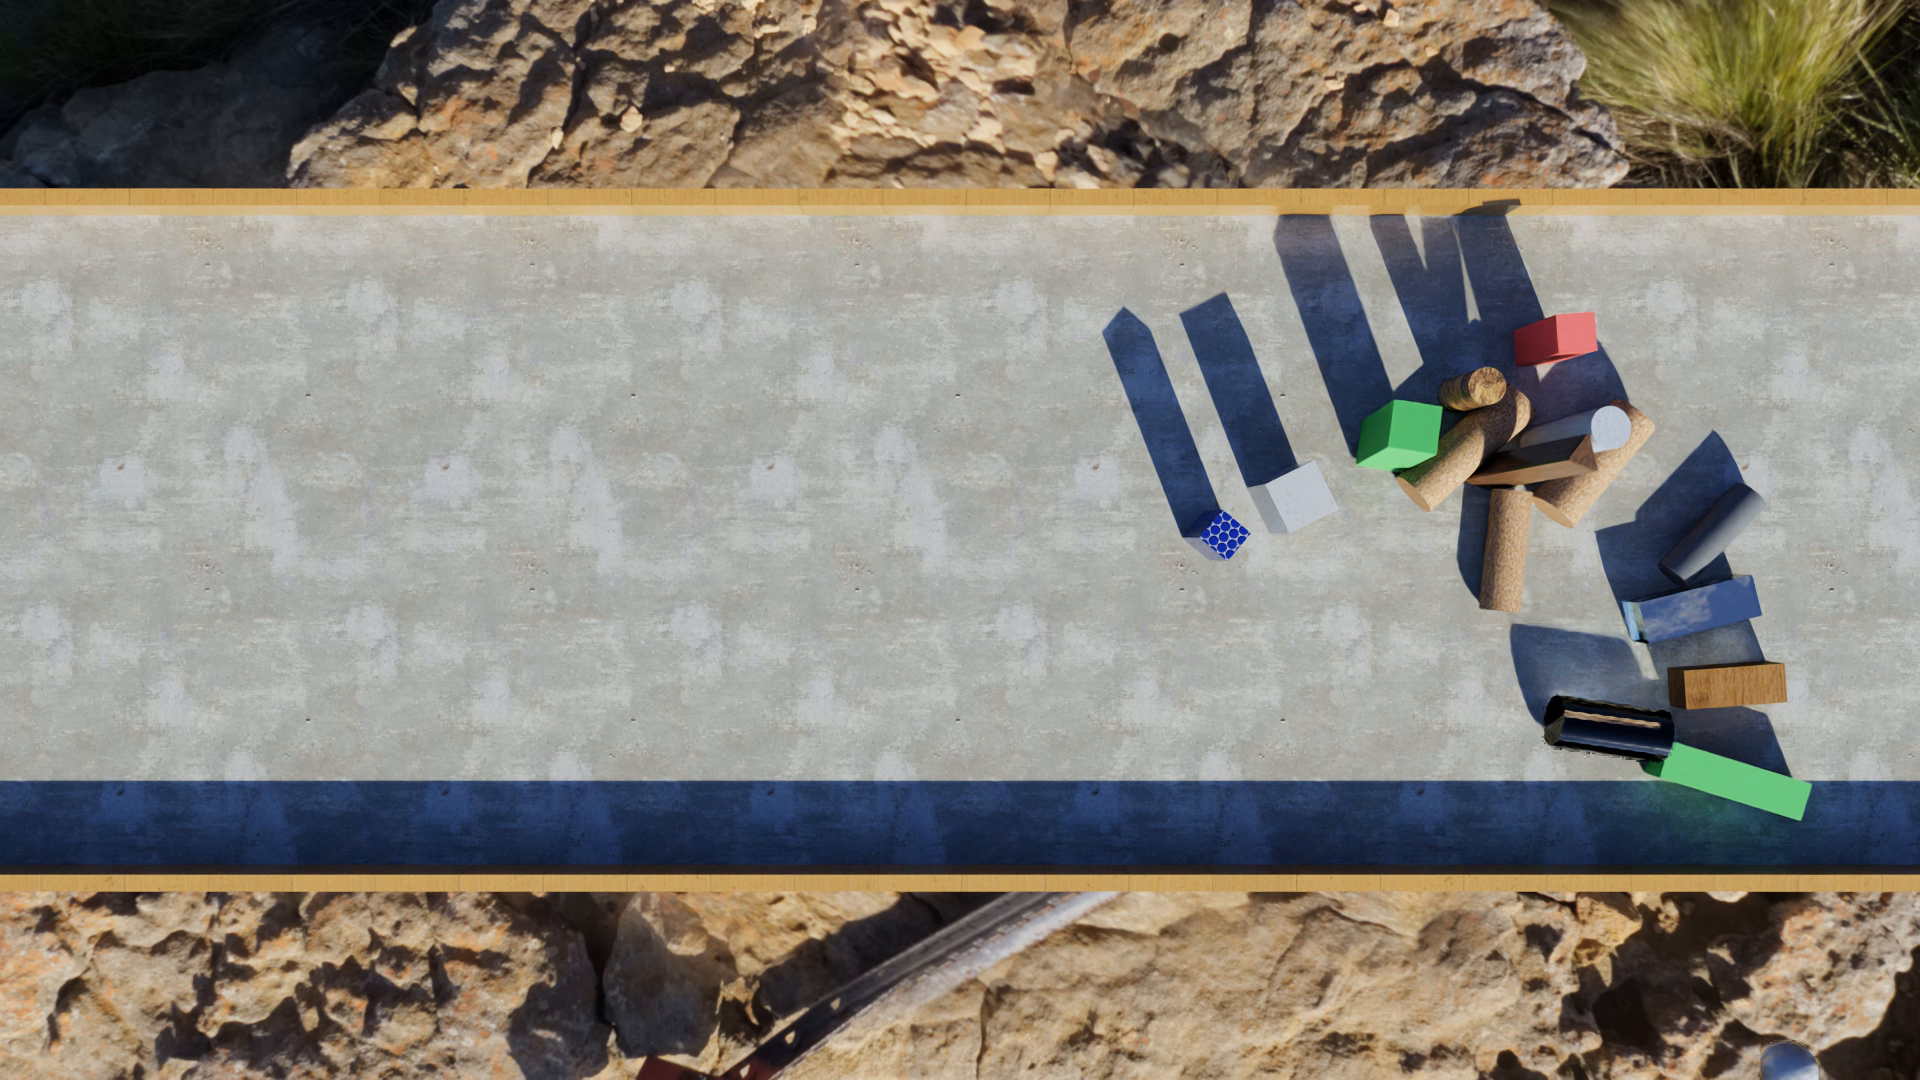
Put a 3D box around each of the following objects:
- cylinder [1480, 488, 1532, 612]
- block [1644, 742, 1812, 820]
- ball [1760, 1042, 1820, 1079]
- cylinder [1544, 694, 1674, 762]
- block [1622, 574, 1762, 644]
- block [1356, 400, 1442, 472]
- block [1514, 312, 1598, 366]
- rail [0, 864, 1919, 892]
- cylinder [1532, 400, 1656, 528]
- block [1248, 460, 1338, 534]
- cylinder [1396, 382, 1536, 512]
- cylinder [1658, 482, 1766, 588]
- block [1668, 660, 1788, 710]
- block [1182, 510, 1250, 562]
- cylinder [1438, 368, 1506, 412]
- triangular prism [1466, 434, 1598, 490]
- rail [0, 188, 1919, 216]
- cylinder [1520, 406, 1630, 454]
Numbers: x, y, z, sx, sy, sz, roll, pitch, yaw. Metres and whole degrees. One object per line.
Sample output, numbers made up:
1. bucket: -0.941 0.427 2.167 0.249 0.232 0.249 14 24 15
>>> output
1. cylinder: 1.660 0.033 5.016 0.120 0.120 0.366 6 90 0
2. block: 2.334 0.725 5.019 0.444 0.116 0.116 17 90 0
3. ball: 4.993 3.191 9.931 0.326 0.326 0.326 0 90 0
4. cylinder: 1.964 0.571 4.998 0.333 0.157 0.157 8 90 0
5. block: 2.223 0.208 5.014 0.352 0.126 0.126 -14 90 0
6. block: 1.296 -0.305 4.887 0.140 0.366 0.140 9 84 0
7. block: 1.763 -0.593 4.896 0.111 0.362 0.111 -4 90 0
8. rail: -2.247 1.025 5.001 12.000 0.150 0.050 0 90 0
9. cylinder: 1.919 -0.230 5.001 0.152 0.152 0.384 40 90 0
10. block: 0.989 -0.125 4.923 0.159 0.307 0.159 -26 90 0
11. cylinder: 1.536 -0.282 5.005 0.430 0.143 0.143 -42 90 0
12. cylinder: 2.288 -0.015 5.021 0.110 0.110 0.342 44 90 0
13. block: 2.332 0.441 5.018 0.304 0.117 0.117 -4 90 0
14. block: 0.758 -0.013 4.894 0.105 0.365 0.105 40 90 0
15. cylinder: 1.524 -0.445 4.922 0.109 0.309 0.109 0 90 0
16. triangular prism: 1.681 -0.235 4.867 0.107 0.439 0.093 19 77 -22
17. rail: -2.247 -1.025 5.002 12.000 0.150 0.050 0 90 0
18. cylinder: 1.811 -0.305 4.870 0.124 0.396 0.124 1 86 -10
